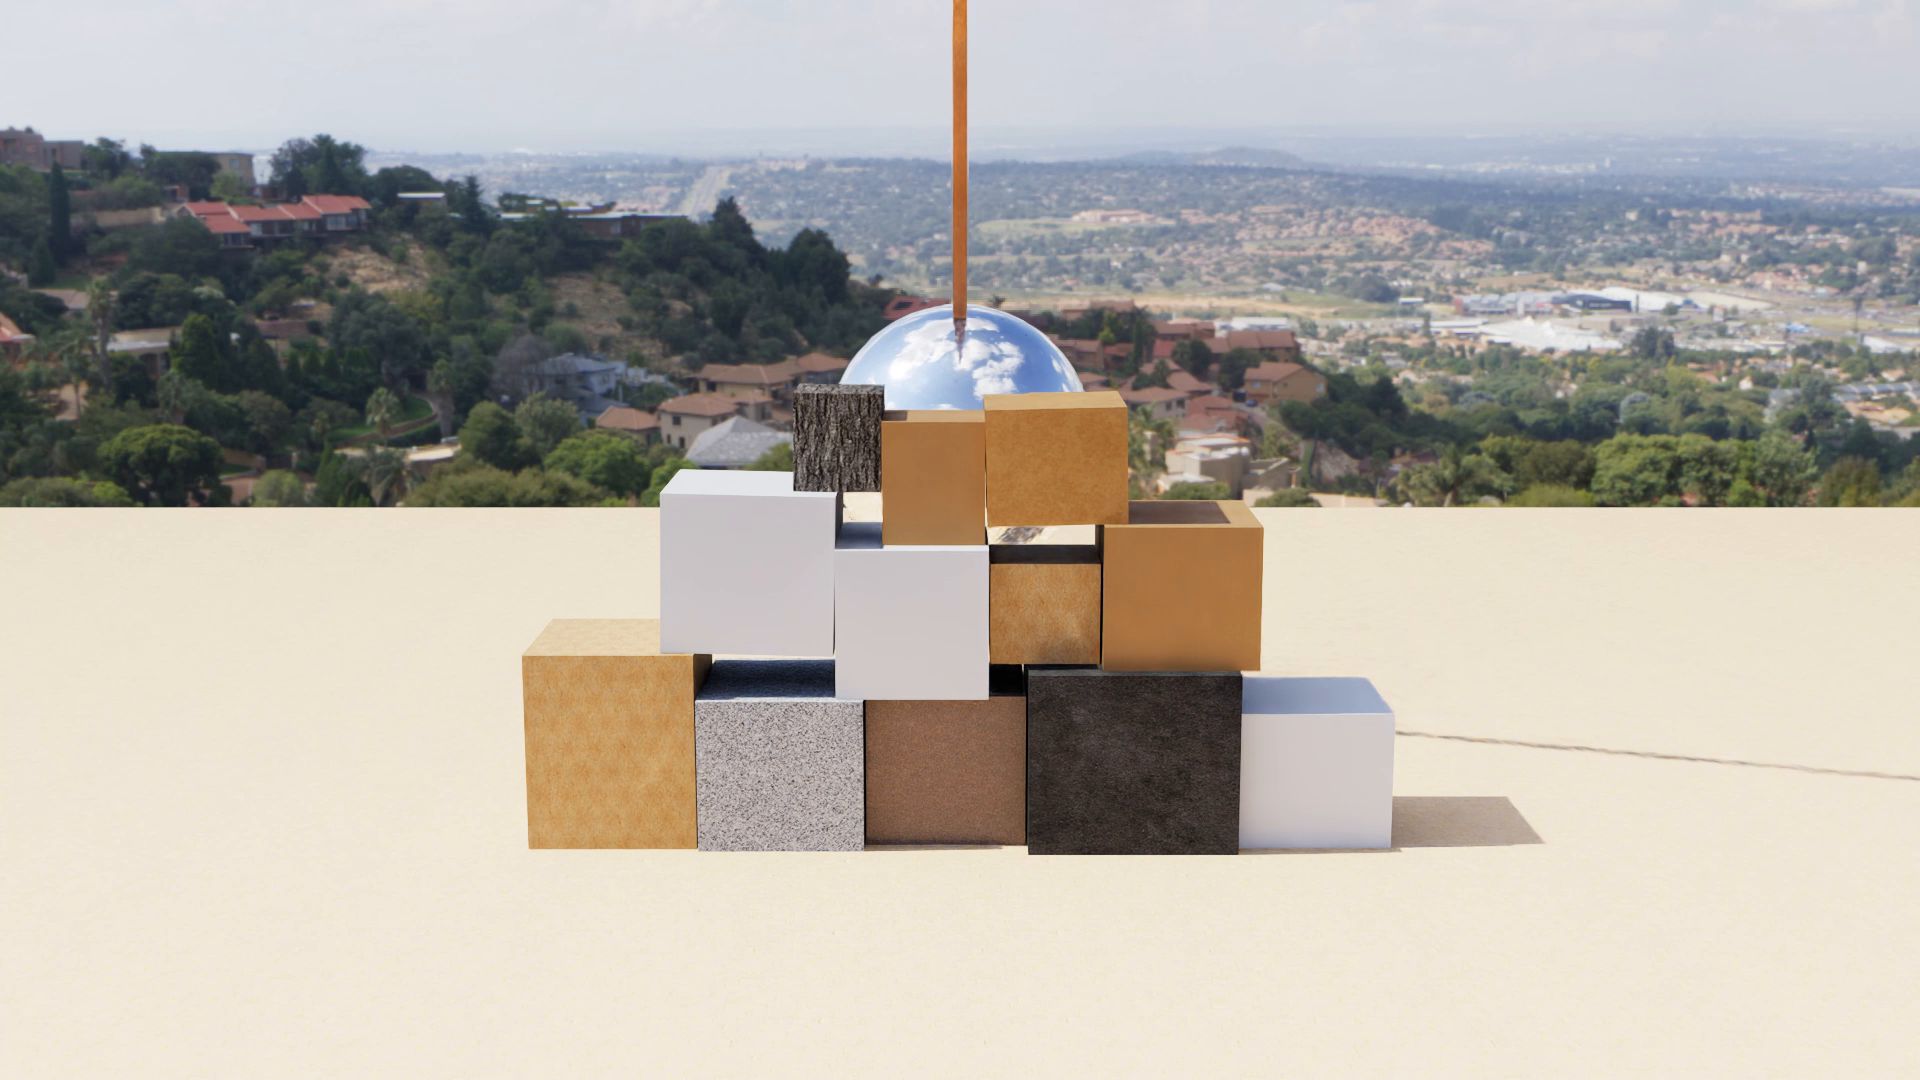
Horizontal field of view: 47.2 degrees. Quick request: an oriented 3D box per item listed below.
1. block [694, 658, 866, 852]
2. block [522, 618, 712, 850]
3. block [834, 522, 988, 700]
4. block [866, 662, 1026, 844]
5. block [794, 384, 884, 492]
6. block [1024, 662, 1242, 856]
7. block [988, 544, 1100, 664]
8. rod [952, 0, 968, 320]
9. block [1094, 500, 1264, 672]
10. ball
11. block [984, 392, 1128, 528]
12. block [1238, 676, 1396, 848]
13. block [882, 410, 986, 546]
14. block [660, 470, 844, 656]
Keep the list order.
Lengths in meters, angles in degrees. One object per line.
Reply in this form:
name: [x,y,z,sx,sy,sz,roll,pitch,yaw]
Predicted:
block: [-0.895,1.095,11.390,0.828,0.770,0.943,0,10,0]
block: [-1.742,0.985,11.359,0.845,0.997,0.852,0,10,0]
block: [-0.237,0.348,11.248,0.757,0.751,0.832,0,10,0]
block: [-0.071,1.095,11.393,0.801,0.770,0.734,0,10,0]
block: [-0.606,-0.517,11.072,0.436,0.491,0.427,1,10,0]
block: [0.863,1.024,11.372,1.046,0.917,1.045,0,10,0]
block: [0.425,0.321,11.246,0.550,0.509,0.551,0,10,0]
rod: [0.000,-3.539,11.451,0.080,5.200,0.080,0,31,0]
block: [1.098,0.220,11.217,0.775,0.720,0.827,0,10,0]
ball: [0.000,-0.610,13.178,1.600,1.600,1.600,0,10,0]
block: [0.477,-0.418,11.119,0.694,0.579,0.693,-1,10,0]
block: [1.780,1.138,11.369,0.768,0.694,0.774,0,10,0]
block: [-0.131,-0.322,11.112,0.511,0.616,0.524,0,10,0]
block: [-1.048,0.104,11.214,0.858,0.801,0.792,1,10,0]
